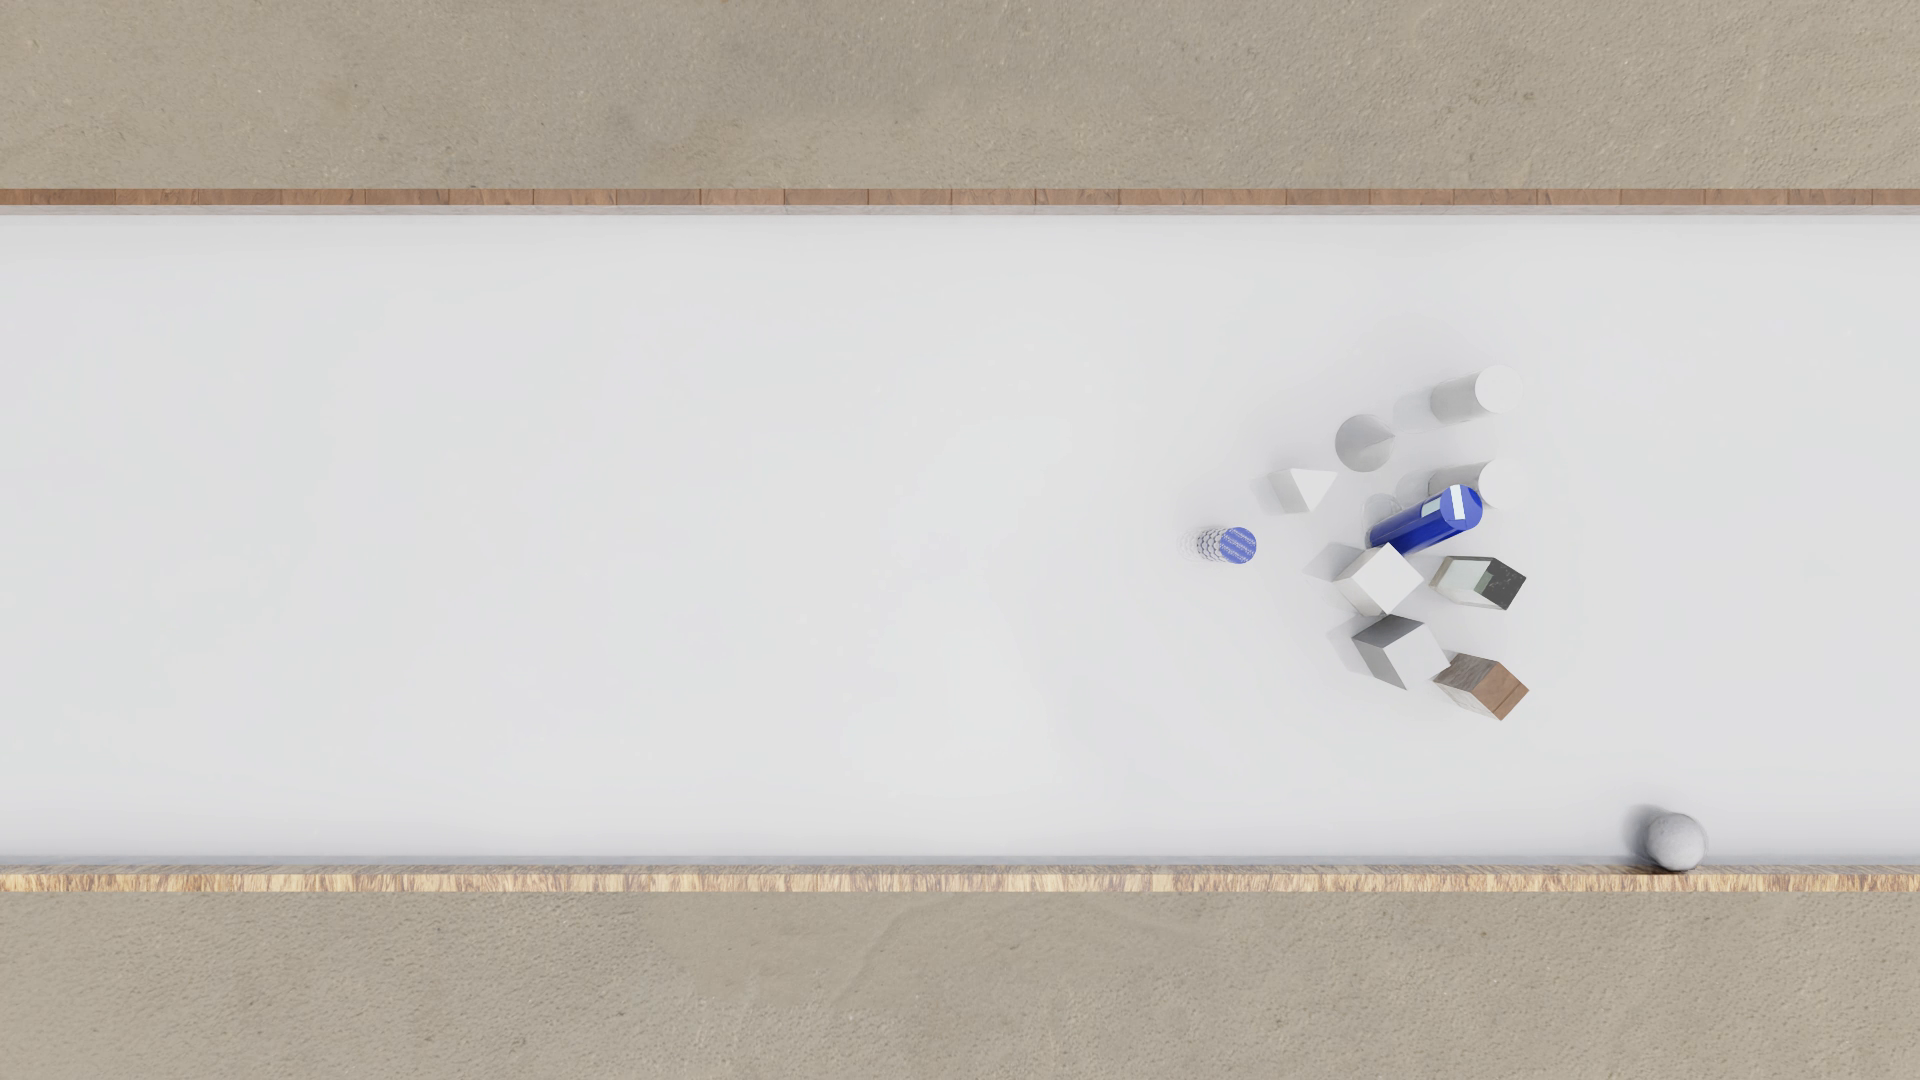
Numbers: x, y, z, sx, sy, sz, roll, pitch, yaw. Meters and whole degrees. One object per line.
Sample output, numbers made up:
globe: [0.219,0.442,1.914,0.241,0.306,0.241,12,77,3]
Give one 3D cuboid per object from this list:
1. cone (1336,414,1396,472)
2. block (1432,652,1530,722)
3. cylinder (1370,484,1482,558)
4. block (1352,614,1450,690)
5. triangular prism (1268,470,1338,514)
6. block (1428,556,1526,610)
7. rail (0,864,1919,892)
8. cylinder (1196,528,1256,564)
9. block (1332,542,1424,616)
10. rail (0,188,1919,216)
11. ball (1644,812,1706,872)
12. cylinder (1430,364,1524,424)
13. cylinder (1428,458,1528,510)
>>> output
cone: [1.244,-0.297,4.891,0.179,0.370,0.179,0,90,0]
block: [1.539,0.432,4.888,0.121,0.377,0.121,43,90,0]
cylinder: [1.364,-0.045,4.847,0.133,0.439,0.133,3,77,-12]
block: [1.302,0.330,4.891,0.142,0.367,0.142,-31,91,0]
triangular prism: [0.996,-0.169,4.901,0.117,0.351,0.135,34,90,0]
block: [1.517,0.123,4.854,0.110,0.445,0.110,32,90,0]
rail: [-2.247,1.025,5.001,12.000,0.150,0.050,0,90,0]
cylinder: [0.781,0.016,4.851,0.104,0.451,0.104,0,90,0]
block: [1.234,0.121,4.889,0.145,0.363,0.145,-43,85,0]
rail: [-2.247,-1.025,5.002,12.000,0.150,0.050,0,90,0]
ball: [2.163,0.913,4.990,0.174,0.174,0.174,0,90,0]
cylinder: [1.515,-0.425,4.855,0.136,0.443,0.136,0,90,0]
cylinder: [1.520,-0.157,4.855,0.144,0.439,0.144,0,90,-2]
